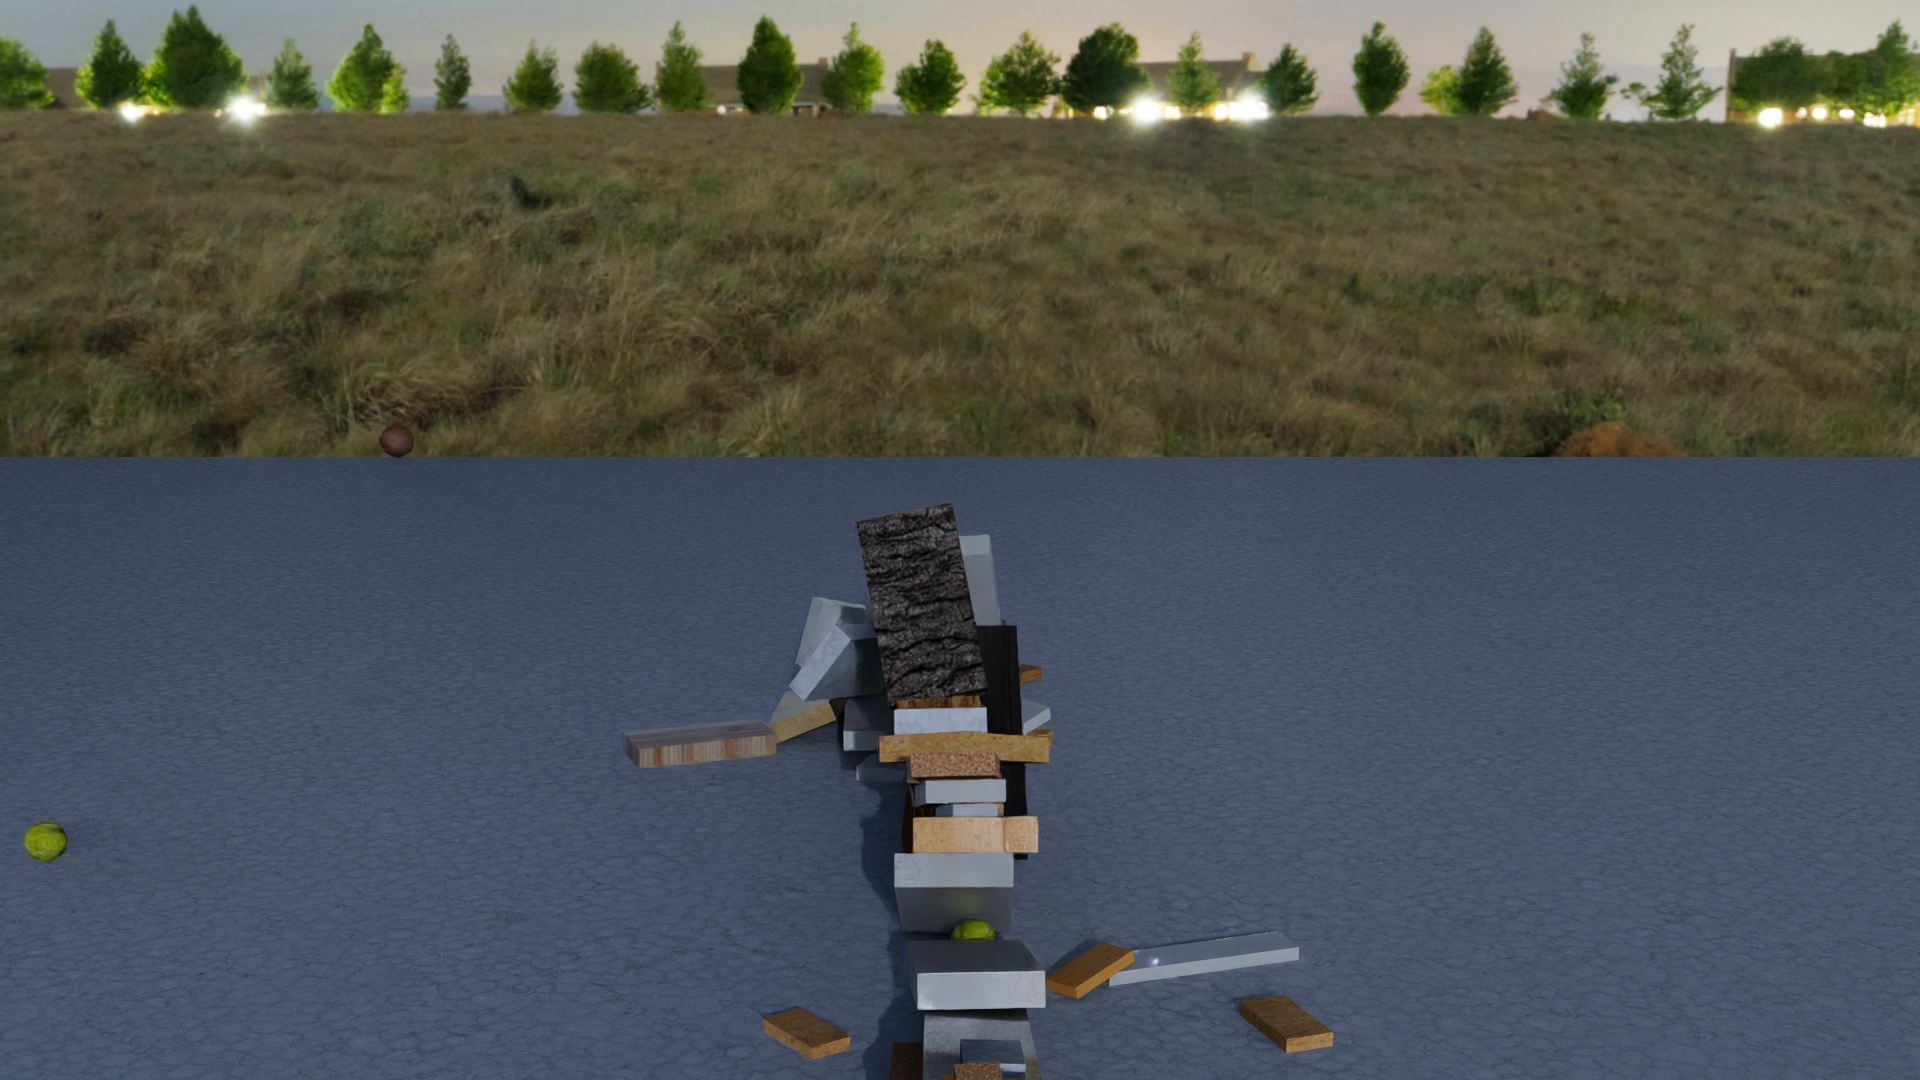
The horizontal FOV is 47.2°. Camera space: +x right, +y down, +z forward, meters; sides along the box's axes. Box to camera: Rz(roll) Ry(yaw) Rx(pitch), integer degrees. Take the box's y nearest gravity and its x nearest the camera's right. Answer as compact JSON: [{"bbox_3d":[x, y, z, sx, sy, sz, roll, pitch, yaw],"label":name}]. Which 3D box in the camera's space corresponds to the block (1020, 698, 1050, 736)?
[{"bbox_3d":[0.088,0.384,4.532,0.094,0.027,0.189,16,34,42],"label":"block"}]

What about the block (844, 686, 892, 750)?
[{"bbox_3d":[-0.174,0.359,4.719,0.143,0.041,0.637,0,8,-2],"label":"block"}]

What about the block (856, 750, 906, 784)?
[{"bbox_3d":[-0.132,0.443,4.389,0.094,0.027,0.189,3,11,15],"label":"block"}]

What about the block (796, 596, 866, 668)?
[{"bbox_3d":[-0.204,0.222,4.790,0.301,0.150,0.043,11,8,-36],"label":"block"}]

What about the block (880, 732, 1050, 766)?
[{"bbox_3d":[0.010,0.342,3.591,0.148,0.042,0.297,-6,-9,29],"label":"block"}]

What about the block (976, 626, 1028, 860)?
[{"bbox_3d":[0.022,0.350,3.948,0.178,0.050,0.644,0,31,-1],"label":"block"}]

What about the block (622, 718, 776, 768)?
[{"bbox_3d":[-0.535,0.415,4.502,0.286,0.041,0.143,-4,11,-22],"label":"block"}]

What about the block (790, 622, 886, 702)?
[{"bbox_3d":[-0.213,0.251,4.598,0.047,0.167,0.334,43,16,20],"label":"block"}]

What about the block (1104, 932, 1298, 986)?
[{"bbox_3d":[0.359,0.638,3.356,0.316,0.020,0.072,-4,11,-19],"label":"block"}]

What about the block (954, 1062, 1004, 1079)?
[{"bbox_3d":[0.024,0.603,2.384,0.050,0.014,0.101,-3,22,-7],"label":"block"}]

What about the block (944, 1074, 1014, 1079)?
[{"bbox_3d":[0.035,0.663,2.307,0.136,0.039,0.273,3,22,6],"label":"block"}]

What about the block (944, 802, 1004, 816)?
[{"bbox_3d":[0.016,0.437,3.516,0.091,0.026,0.182,-1,-8,-5],"label":"block"}]

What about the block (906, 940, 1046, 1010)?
[{"bbox_3d":[0.017,0.608,3.093,0.171,0.048,0.341,0,-3,-4],"label":"block"}]

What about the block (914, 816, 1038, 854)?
[{"bbox_3d":[0.023,0.428,3.172,0.171,0.048,0.341,0,-9,0],"label":"block"}]

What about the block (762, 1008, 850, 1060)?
[{"bbox_3d":[-0.216,0.691,3.078,0.063,0.018,0.127,-8,13,-36],"label":"block"}]

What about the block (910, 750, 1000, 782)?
[{"bbox_3d":[-0.004,0.344,3.327,0.123,0.035,0.247,-2,-8,3],"label":"block"}]

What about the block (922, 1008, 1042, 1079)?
[{"bbox_3d":[0.023,0.642,2.746,0.136,0.039,0.516,2,-2,0],"label":"block"}]

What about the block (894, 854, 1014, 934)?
[{"bbox_3d":[-0.007,0.535,3.312,0.171,0.048,0.341,0,-21,0],"label":"block"}]

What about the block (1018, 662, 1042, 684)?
[{"bbox_3d":[0.092,0.304,5.138,0.181,0.026,0.090,9,14,41],"label":"block"}]

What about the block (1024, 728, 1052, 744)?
[{"bbox_3d":[0.086,0.408,4.575,0.189,0.027,0.095,5,12,27],"label":"block"}]

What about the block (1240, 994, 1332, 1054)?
[{"bbox_3d":[0.460,0.683,3.110,0.072,0.020,0.143,-4,11,-19],"label":"block"}]

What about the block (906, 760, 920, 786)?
[{"bbox_3d":[-0.014,0.380,3.577,0.123,0.035,0.247,-2,-8,4],"label":"block"}]

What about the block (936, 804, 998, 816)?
[{"bbox_3d":[0.009,0.384,3.103,0.063,0.018,0.127,2,-9,-11],"label":"block"}]

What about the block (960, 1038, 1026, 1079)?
[{"bbox_3d":[0.037,0.606,2.564,0.072,0.020,0.143,2,-2,-1],"label":"block"}]

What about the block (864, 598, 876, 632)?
[{"bbox_3d":[-0.074,0.175,4.444,0.167,0.047,0.366,-10,-17,6],"label":"block"}]

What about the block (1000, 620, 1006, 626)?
[{"bbox_3d":[-0.017,0.261,4.641,0.158,0.045,0.315,0,25,18],"label":"block"}]

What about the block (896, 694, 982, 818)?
[{"bbox_3d":[-0.021,0.375,3.814,0.148,0.042,0.297,-3,31,-7],"label":"block"}]

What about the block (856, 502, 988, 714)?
[{"bbox_3d":[-0.069,0.122,4.007,0.178,0.355,0.050,-11,-18,1],"label":"block"}]

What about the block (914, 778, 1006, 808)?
[{"bbox_3d":[-0.002,0.402,3.485,0.123,0.035,0.247,-1,-8,-5],"label":"block"}]

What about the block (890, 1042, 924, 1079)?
[{"bbox_3d":[-0.001,0.691,2.779,0.173,0.049,0.347,0,-3,0],"label":"block"}]

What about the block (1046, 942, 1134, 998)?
[{"bbox_3d":[0.193,0.640,3.271,0.127,0.018,0.063,-24,19,-39],"label":"block"}]

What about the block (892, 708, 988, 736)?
[{"bbox_3d":[-0.037,0.312,3.664,0.148,0.042,0.297,-1,-8,-3],"label":"block"}]

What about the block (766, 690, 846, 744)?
[{"bbox_3d":[-0.321,0.353,4.687,0.143,0.041,0.286,-22,8,7],"label":"block"}]

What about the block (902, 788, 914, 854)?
[{"bbox_3d":[-0.008,0.457,4.008,0.171,0.049,0.343,1,26,3],"label":"block"}]

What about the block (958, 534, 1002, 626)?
[{"bbox_3d":[-0.012,0.122,4.200,0.167,0.334,0.047,-4,49,4],"label":"block"}]
